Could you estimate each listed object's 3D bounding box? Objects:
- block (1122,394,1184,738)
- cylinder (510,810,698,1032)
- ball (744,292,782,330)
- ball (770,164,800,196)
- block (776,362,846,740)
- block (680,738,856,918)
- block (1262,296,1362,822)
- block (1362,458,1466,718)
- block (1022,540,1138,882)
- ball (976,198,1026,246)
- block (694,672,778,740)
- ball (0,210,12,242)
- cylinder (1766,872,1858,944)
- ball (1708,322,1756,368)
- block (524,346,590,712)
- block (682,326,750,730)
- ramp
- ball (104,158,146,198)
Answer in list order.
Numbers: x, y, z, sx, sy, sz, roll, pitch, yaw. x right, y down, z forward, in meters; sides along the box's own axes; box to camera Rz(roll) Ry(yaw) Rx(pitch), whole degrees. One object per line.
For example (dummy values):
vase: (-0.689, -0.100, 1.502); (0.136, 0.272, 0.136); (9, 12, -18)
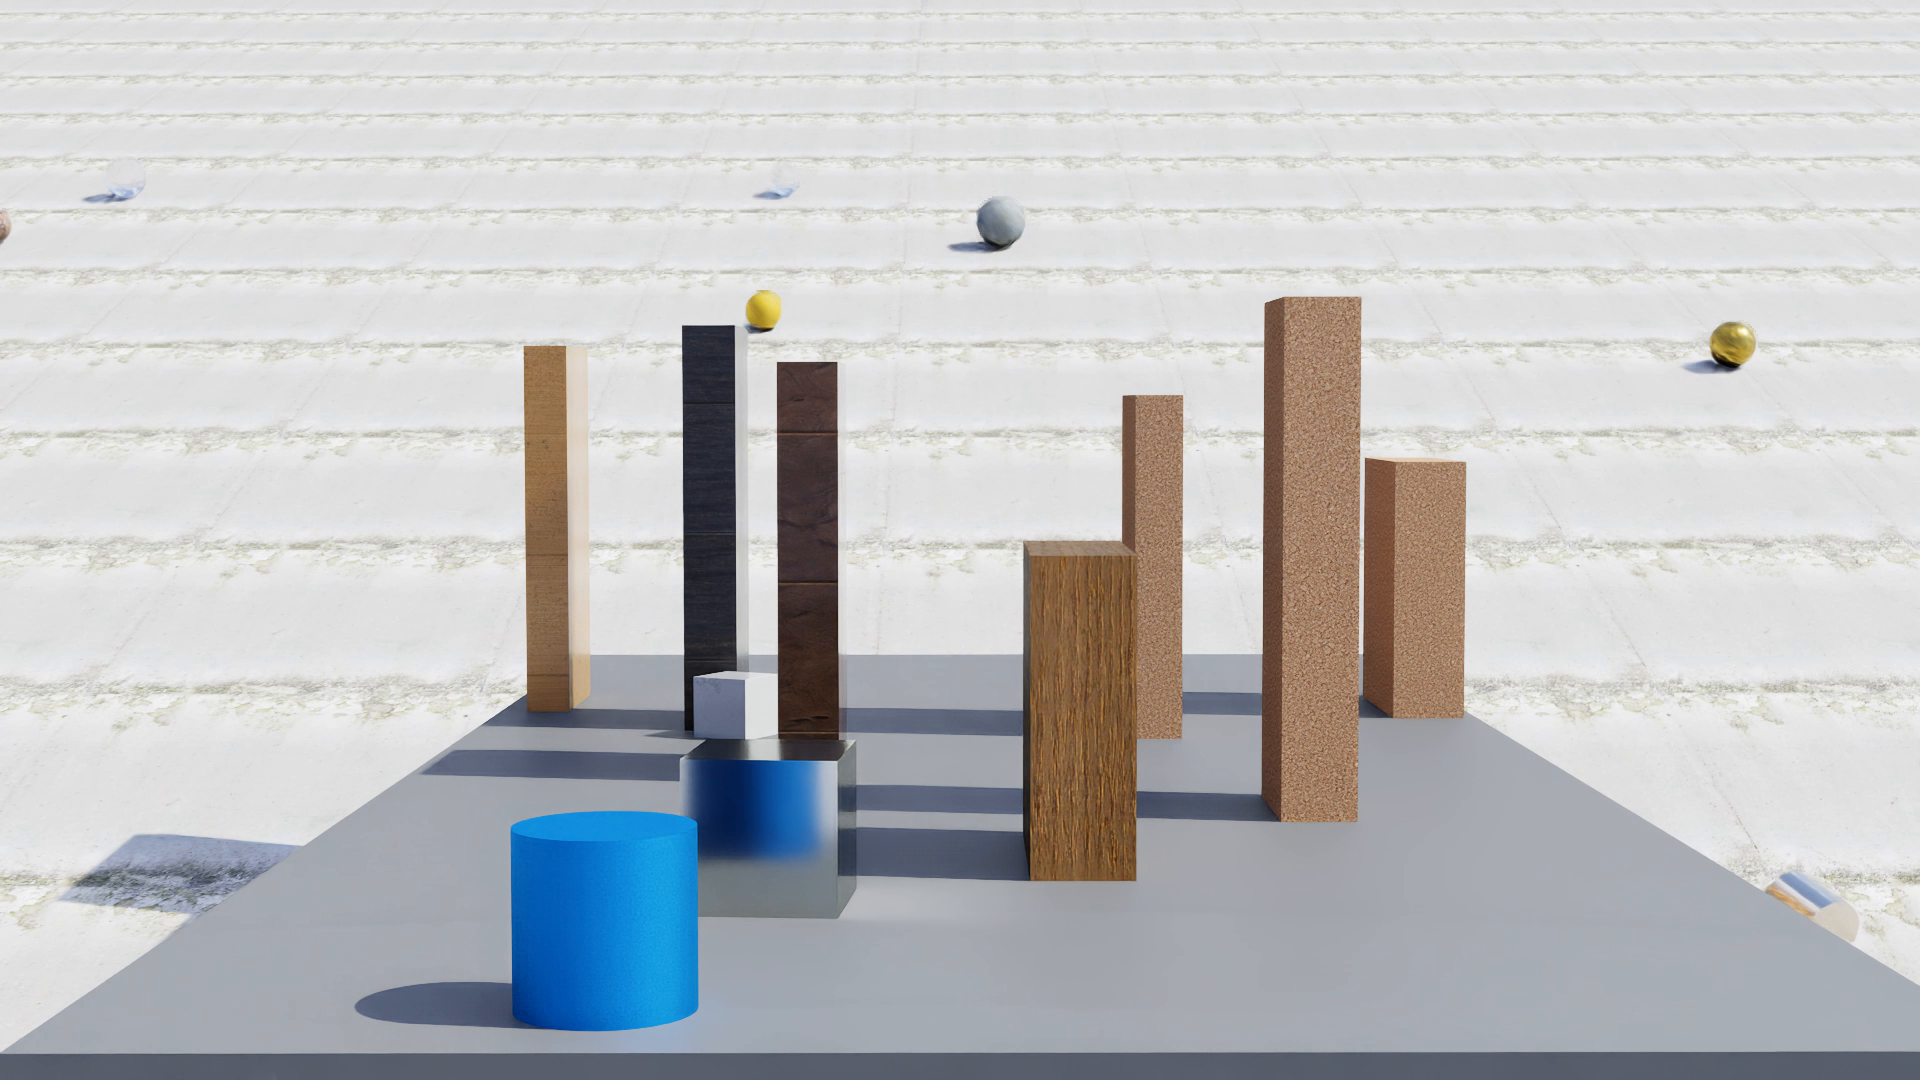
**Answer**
block: (0.377, 0.041, 5.067); (0.090, 0.653, 0.395); (0, 3, 0)
cylinder: (-0.374, 0.398, 2.710); (0.195, 0.195, 0.195); (0, 3, 0)
ball: (-0.727, -0.849, 9.521); (0.140, 0.140, 0.140); (0, 21, 0)
ball: (-0.780, -1.606, 11.469); (0.137, 0.137, 0.137); (0, 21, 0)
block: (-0.254, 0.048, 4.451); (0.102, 0.707, 0.316); (0, 3, 0)
block: (-0.242, 0.366, 3.287); (0.197, 0.197, 0.197); (0, 3, 4)
block: (0.548, 0.024, 4.026); (0.116, 0.799, 0.255); (0, 3, 0)
block: (0.948, 0.091, 5.384); (0.143, 0.519, 0.392); (0, 3, 0)
block: (0.164, 0.229, 3.611); (0.142, 0.436, 0.372); (0, 3, 0)
ball: (0.170, -1.314, 10.627); (0.203, 0.203, 0.203); (0, 21, 0)
block: (-0.430, 0.318, 4.934); (0.116, 0.116, 0.116); (2, 3, 27)
ball: (-4.020, -1.306, 10.677); (0.152, 0.152, 0.152); (0, 21, 0)
cylinder: (1.759, 0.782, 5.330); (0.141, 0.141, 0.141); (-8, 23, -19)
ball: (2.731, -0.692, 9.086); (0.163, 0.163, 0.163); (0, 21, 0)
block: (-0.854, -0.031, 5.458); (0.088, 0.756, 0.308); (0, 3, 0)
block: (-0.487, -0.030, 5.143); (0.103, 0.789, 0.297); (0, 3, 0)
ramp: (0.049, 0.447, 4.532); (2.000, 0.100, 4.000); (0, 3, 0)
ball: (-3.708, -1.609, 11.420); (0.178, 0.178, 0.178); (0, 21, 0)
